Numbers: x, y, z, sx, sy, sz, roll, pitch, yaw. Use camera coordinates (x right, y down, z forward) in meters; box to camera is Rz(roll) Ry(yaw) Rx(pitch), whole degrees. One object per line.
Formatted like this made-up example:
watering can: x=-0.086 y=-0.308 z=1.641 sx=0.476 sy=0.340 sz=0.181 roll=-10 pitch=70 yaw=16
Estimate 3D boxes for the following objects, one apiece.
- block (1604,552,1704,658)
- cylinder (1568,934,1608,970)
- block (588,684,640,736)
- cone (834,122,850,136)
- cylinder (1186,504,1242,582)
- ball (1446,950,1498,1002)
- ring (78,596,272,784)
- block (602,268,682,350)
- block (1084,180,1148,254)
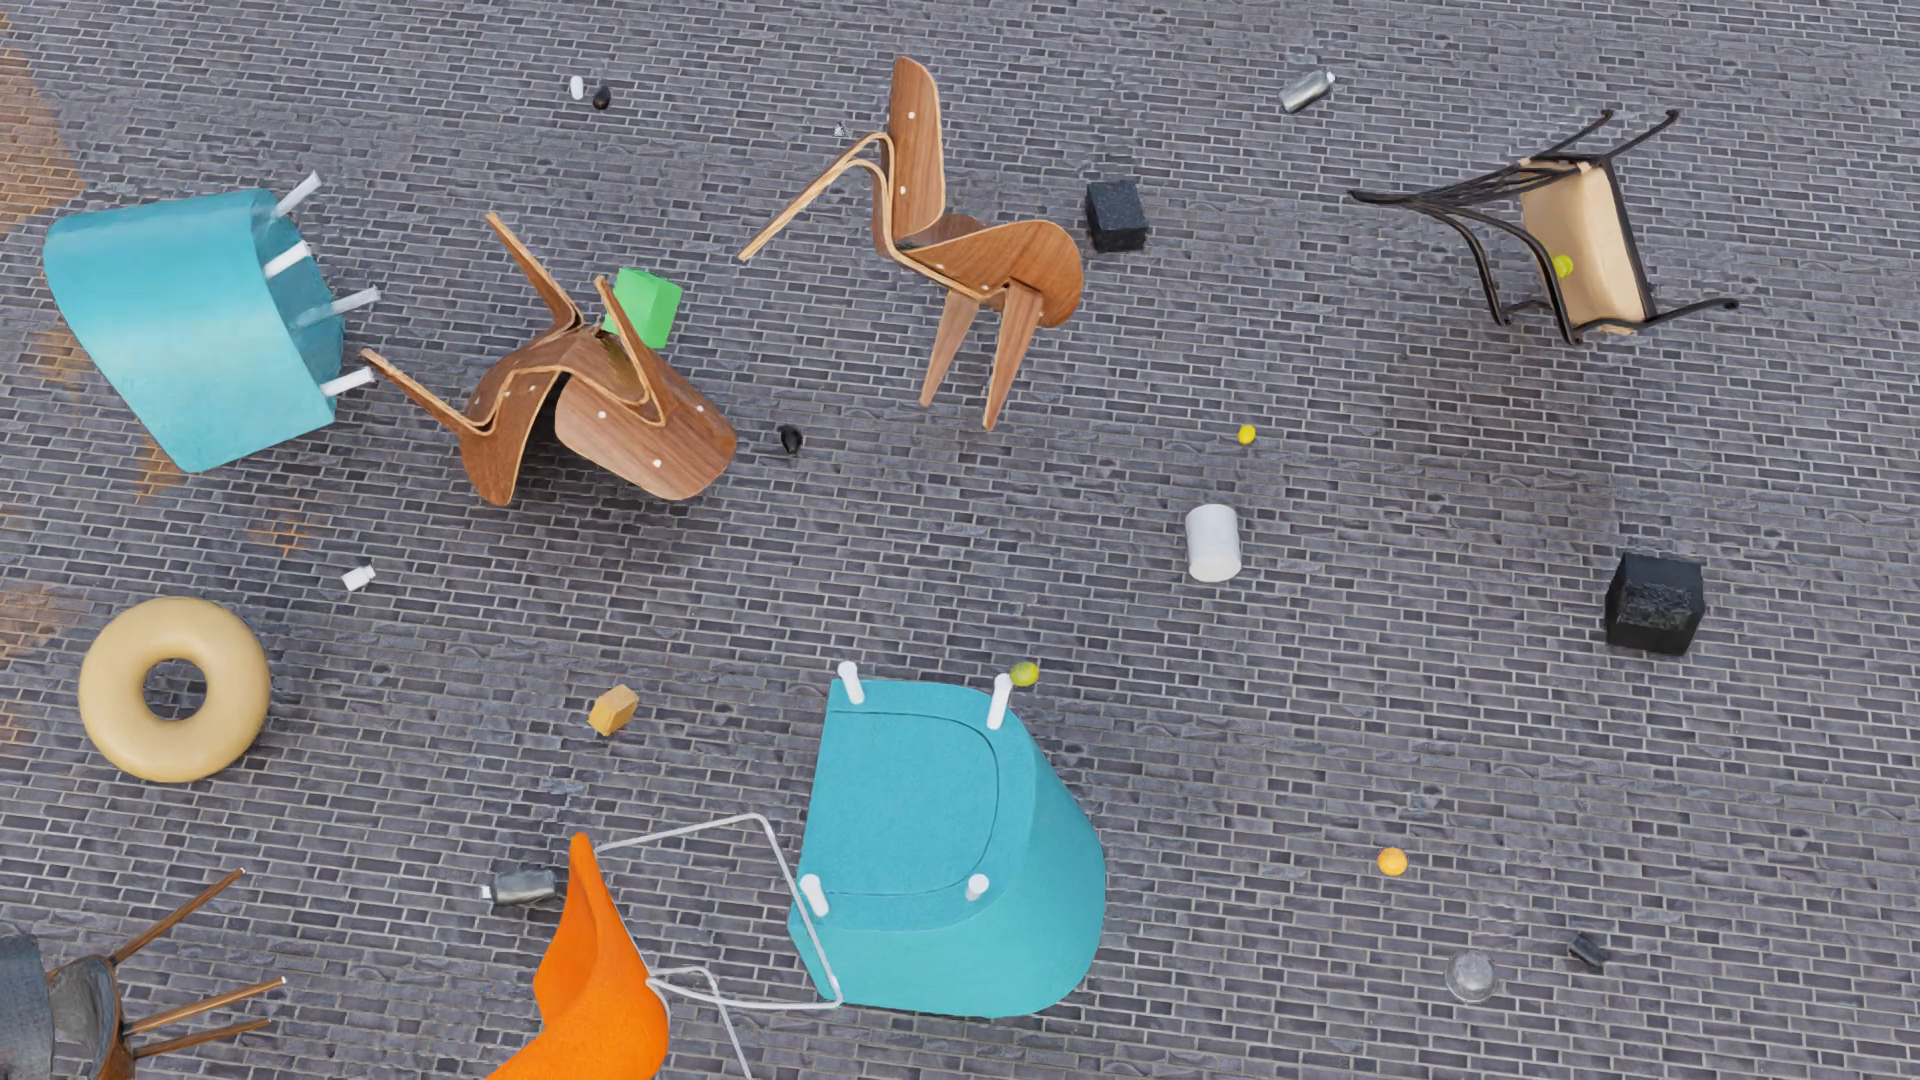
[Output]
block: x=1.987 y=0.185 z=6.299 sx=0.219 sy=0.197 sz=0.183 roll=10 pitch=46 yaw=4
cylinder: x=1.661 y=1.090 z=5.813 sx=0.087 sy=0.049 sz=0.057 roll=35 pitch=51 yaw=21
block: x=-0.971 y=0.477 z=6.168 sx=0.069 sy=0.094 sz=0.111 roll=37 pitch=35 yaw=14
cone: x=-0.413 y=-1.391 z=7.491 sx=0.047 sy=0.068 sz=0.050 roll=-40 pitch=55 yaw=17
cylinder: x=0.744 y=0.010 z=6.474 sx=0.150 sy=0.155 sz=0.175 roll=20 pitch=51 yaw=-28
ball: x=1.289 y=1.099 z=5.540 sx=0.127 sy=0.127 sz=0.127 roll=0 pitch=56 yaw=0
ring: x=-2.174 y=0.414 z=6.095 sx=0.506 sy=0.125 sz=0.522 roll=20 pitch=85 yaw=-12
block: x=-0.924 y=-0.674 z=6.399 sx=0.158 sy=0.106 sz=0.188 roll=25 pitch=102 yaw=30
block: x=0.509 y=-1.060 z=7.210 sx=0.153 sy=0.111 sz=0.209 roll=-5 pitch=56 yaw=-9
